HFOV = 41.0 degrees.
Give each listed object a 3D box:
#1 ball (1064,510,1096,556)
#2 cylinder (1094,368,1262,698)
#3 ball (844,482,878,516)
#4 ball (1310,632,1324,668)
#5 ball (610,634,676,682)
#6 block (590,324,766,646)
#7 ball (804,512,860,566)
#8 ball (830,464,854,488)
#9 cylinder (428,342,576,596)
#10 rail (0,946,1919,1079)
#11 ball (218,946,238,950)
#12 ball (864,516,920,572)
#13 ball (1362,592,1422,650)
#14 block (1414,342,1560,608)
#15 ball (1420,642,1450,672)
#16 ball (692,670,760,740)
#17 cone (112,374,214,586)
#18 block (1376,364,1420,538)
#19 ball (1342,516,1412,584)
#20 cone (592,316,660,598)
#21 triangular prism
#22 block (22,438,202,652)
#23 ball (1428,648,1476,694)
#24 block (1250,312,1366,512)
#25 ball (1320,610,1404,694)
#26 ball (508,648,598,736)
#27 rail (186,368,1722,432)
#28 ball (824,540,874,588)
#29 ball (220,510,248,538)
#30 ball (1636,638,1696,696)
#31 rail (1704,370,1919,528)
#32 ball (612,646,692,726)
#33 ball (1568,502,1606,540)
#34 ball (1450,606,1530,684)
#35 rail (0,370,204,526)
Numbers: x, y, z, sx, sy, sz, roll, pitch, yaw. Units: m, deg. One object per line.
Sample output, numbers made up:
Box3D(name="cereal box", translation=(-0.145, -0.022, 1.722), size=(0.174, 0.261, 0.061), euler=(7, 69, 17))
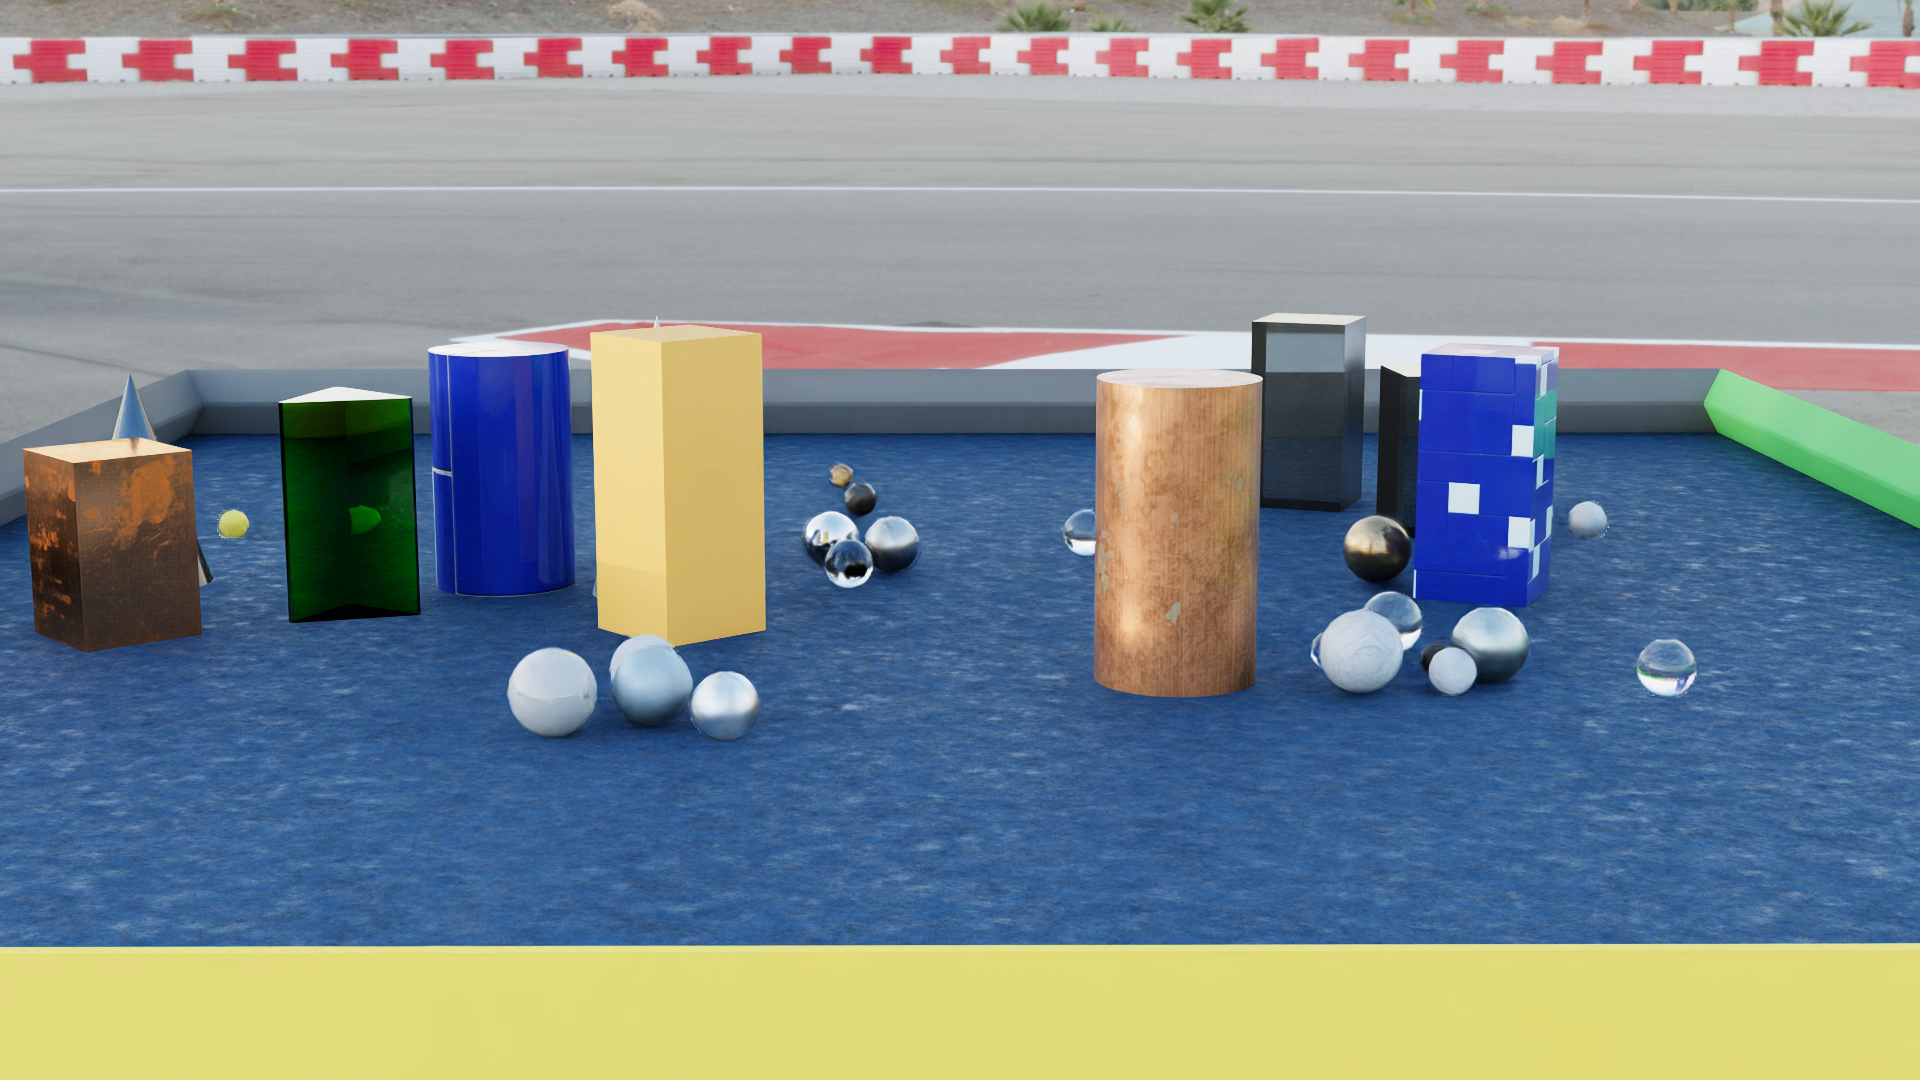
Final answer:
Box3D(name="ball", translation=(0.189, -0.011, 3.847), size=(0.069, 0.069, 0.069), euler=(0, 11, 0))
Box3D(name="cylinder", translation=(0.258, -0.013, 3.051), size=(0.195, 0.363, 0.195), euler=(0, 11, 0))
Box3D(name="ball", translation=(-0.162, -0.067, 4.189), size=(0.054, 0.054, 0.054), euler=(0, 11, 0))
Box3D(name="ball", translation=(0.450, 0.135, 3.125), size=(0.046, 0.046, 0.046), euler=(0, 11, 0))
Box3D(name="ball", translation=(-0.361, 0.150, 2.948), size=(0.082, 0.082, 0.082), euler=(0, 11, 0))
Box3D(name="block", translation=(-0.363, -0.074, 3.316), size=(0.156, 0.387, 0.156), euler=(-9, 14, -41))
Box3D(name="ball", translation=(-0.188, 0.000, 3.753), size=(0.082, 0.082, 0.082), euler=(0, 11, 0))
Box3D(name="ball", translation=(-0.206, -0.112, 4.468), size=(0.041, 0.041, 0.041), euler=(0, 11, 0))
Box3D(name="cylinder", translation=(-0.645, -0.103, 3.617), size=(0.195, 0.334, 0.195), euler=(0, 11, 0))
Box3D(name="rail", translation=(0.010, 0.339, 1.800), size=(3.060, 0.127, 0.045), euler=(0, 11, 0))
Box3D(name="ball", translation=(-0.535, 0.344, 1.885), size=(0.088, 0.088, 0.088), euler=(0, 11, 0))
Box3D(name="ball", translation=(-0.099, 0.006, 3.723), size=(0.081, 0.081, 0.081), euler=(0, 11, 0))
Box3D(name="ball", translation=(0.538, 0.103, 3.205), size=(0.078, 0.078, 0.078), euler=(0, 11, 0))
Box3D(name="block", translation=(0.729, -0.094, 3.552), size=(0.156, 0.339, 0.156), euler=(5, 11, 23))
Box3D(name="ball", translation=(0.576, 0.143, 3.095), size=(0.040, 0.040, 0.040), euler=(0, 11, 0))
Box3D(name="ball", translation=(-0.255, 0.181, 2.798), size=(0.075, 0.075, 0.075), euler=(0, 11, 0))
Box3D(name="cone", translation=(-1.165, -0.088, 3.626), size=(0.195, 0.301, 0.195), euler=(0, 11, 0))
Box3D(name="block", translation=(0.757, -0.142, 4.052), size=(0.156, 0.253, 0.156), euler=(-1, 11, -6))
Box3D(name="ball", translation=(0.592, 0.013, 3.643), size=(0.096, 0.096, 0.096), euler=(0, 11, 0))
Box3D(name="cone", translation=(-0.416, -0.118, 3.556), size=(0.195, 0.387, 0.195), euler=(0, 11, 0))
Box3D(name="triangular prism", translation=(-0.827, -0.052, 3.456), size=(0.169, 0.293, 0.146), euler=(-3, 11, -18))
Box3D(name="block", translation=(-1.091, 0.003, 3.303), size=(0.156, 0.240, 0.156), euler=(-9, 14, -41))
Box3D(name="ball", translation=(0.576, 0.153, 2.999), size=(0.055, 0.055, 0.055), euler=(0, 11, 0))
Box3D(name="block", translation=(0.581, -0.216, 4.292), size=(0.156, 0.309, 0.156), euler=(4, 11, 21))
Box3D(name="ball", translation=(0.470, 0.131, 3.005), size=(0.097, 0.097, 0.097), euler=(0, 11, 0))
Box3D(name="ball", translation=(-0.447, 0.167, 2.812), size=(0.097, 0.097, 0.097), euler=(0, 11, 0))
Box3D(name="rail", translation=(-0.010, -0.273, 5.098), size=(3.060, 0.127, 0.045), euler=(0, 11, 0))
Box3D(name="ball", translation=(-0.156, 0.033, 3.608), size=(0.069, 0.069, 0.069), euler=(0, 11, 0))
Box3D(name="ball", translation=(-1.129, -0.024, 3.987), size=(0.044, 0.044, 0.044), euler=(0, 11, 0))
Box3D(name="ball", translation=(0.823, 0.149, 2.990), size=(0.068, 0.068, 0.068), euler=(0, 11, 0))
Box3D(name="rail", translation=(1.506, 0.031, 3.458), size=(0.045, 0.127, 3.403), euler=(0, 11, 0))
Box3D(name="ball", translation=(-0.342, 0.163, 2.858), size=(0.089, 0.089, 0.089), euler=(0, 11, 0))
Box3D(name="ball", translation=(0.972, -0.030, 3.977), size=(0.059, 0.059, 0.059), euler=(0, 11, 0))
Box3D(name="ball", translation=(0.631, 0.125, 3.055), size=(0.091, 0.091, 0.091), euler=(0, 11, 0))
Box3D(name="rail", translation=(-1.506, 0.034, 3.440), size=(0.045, 0.127, 3.403), euler=(0, 11, 0))
